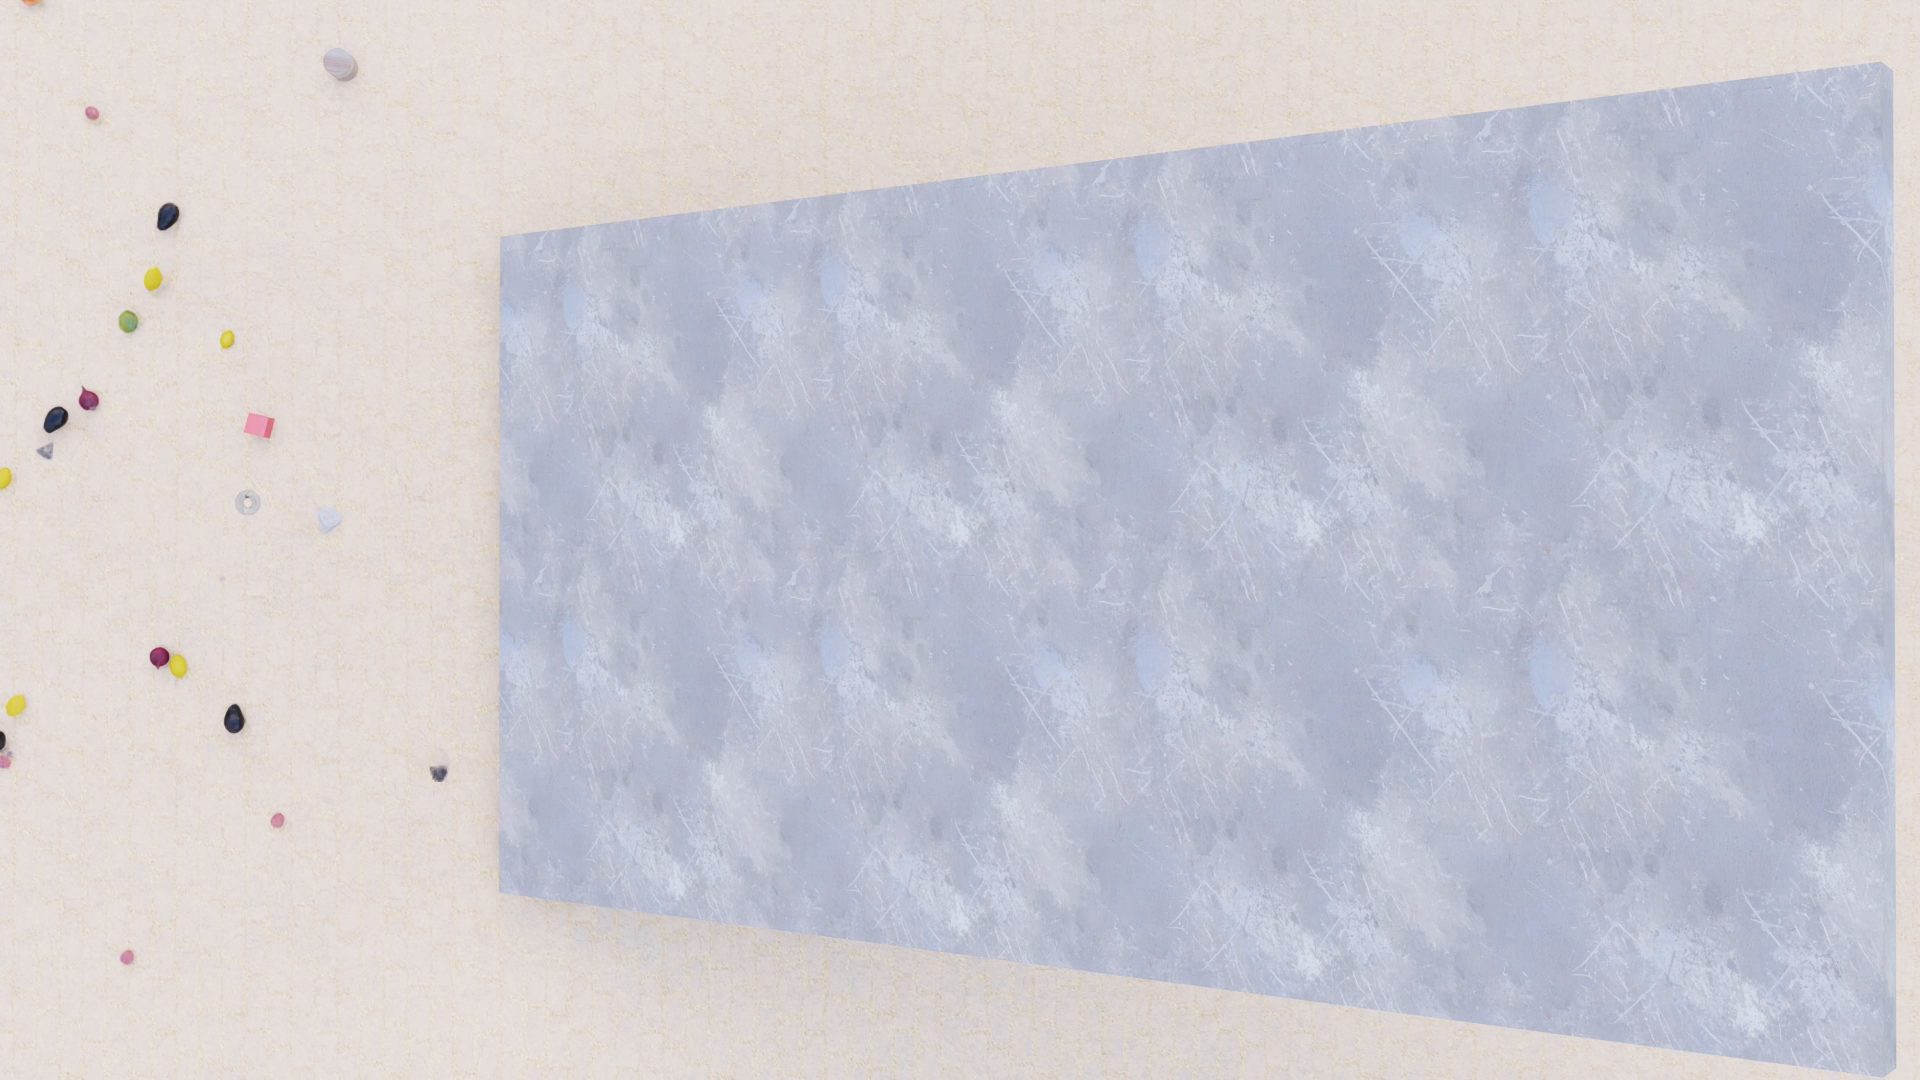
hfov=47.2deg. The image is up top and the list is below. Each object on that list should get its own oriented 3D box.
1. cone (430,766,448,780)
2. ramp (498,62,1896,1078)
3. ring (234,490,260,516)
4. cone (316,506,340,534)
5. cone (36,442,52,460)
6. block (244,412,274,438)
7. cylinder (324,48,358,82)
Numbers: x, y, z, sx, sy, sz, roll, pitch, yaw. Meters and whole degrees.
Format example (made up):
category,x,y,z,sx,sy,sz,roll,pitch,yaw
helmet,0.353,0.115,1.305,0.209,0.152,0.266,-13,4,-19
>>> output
category,x,y,z,sx,sy,sz,roll,pitch,yaw
cone,-1.616,0.706,6.766,0.053,0.053,0.053,24,90,27
ramp,0.235,0.066,5.555,4.000,0.100,2.000,0,89,36
ring,-2.193,-0.115,6.771,0.080,0.027,0.080,0,90,-1
cone,-1.956,-0.047,6.766,0.078,0.078,0.078,31,116,0
cone,-2.810,-0.284,6.774,0.051,0.051,0.051,26,63,0
block,-2.152,-0.352,6.755,0.062,0.062,0.062,14,90,0
cylinder,-1.901,-1.459,6.752,0.085,0.085,0.085,0,90,0
